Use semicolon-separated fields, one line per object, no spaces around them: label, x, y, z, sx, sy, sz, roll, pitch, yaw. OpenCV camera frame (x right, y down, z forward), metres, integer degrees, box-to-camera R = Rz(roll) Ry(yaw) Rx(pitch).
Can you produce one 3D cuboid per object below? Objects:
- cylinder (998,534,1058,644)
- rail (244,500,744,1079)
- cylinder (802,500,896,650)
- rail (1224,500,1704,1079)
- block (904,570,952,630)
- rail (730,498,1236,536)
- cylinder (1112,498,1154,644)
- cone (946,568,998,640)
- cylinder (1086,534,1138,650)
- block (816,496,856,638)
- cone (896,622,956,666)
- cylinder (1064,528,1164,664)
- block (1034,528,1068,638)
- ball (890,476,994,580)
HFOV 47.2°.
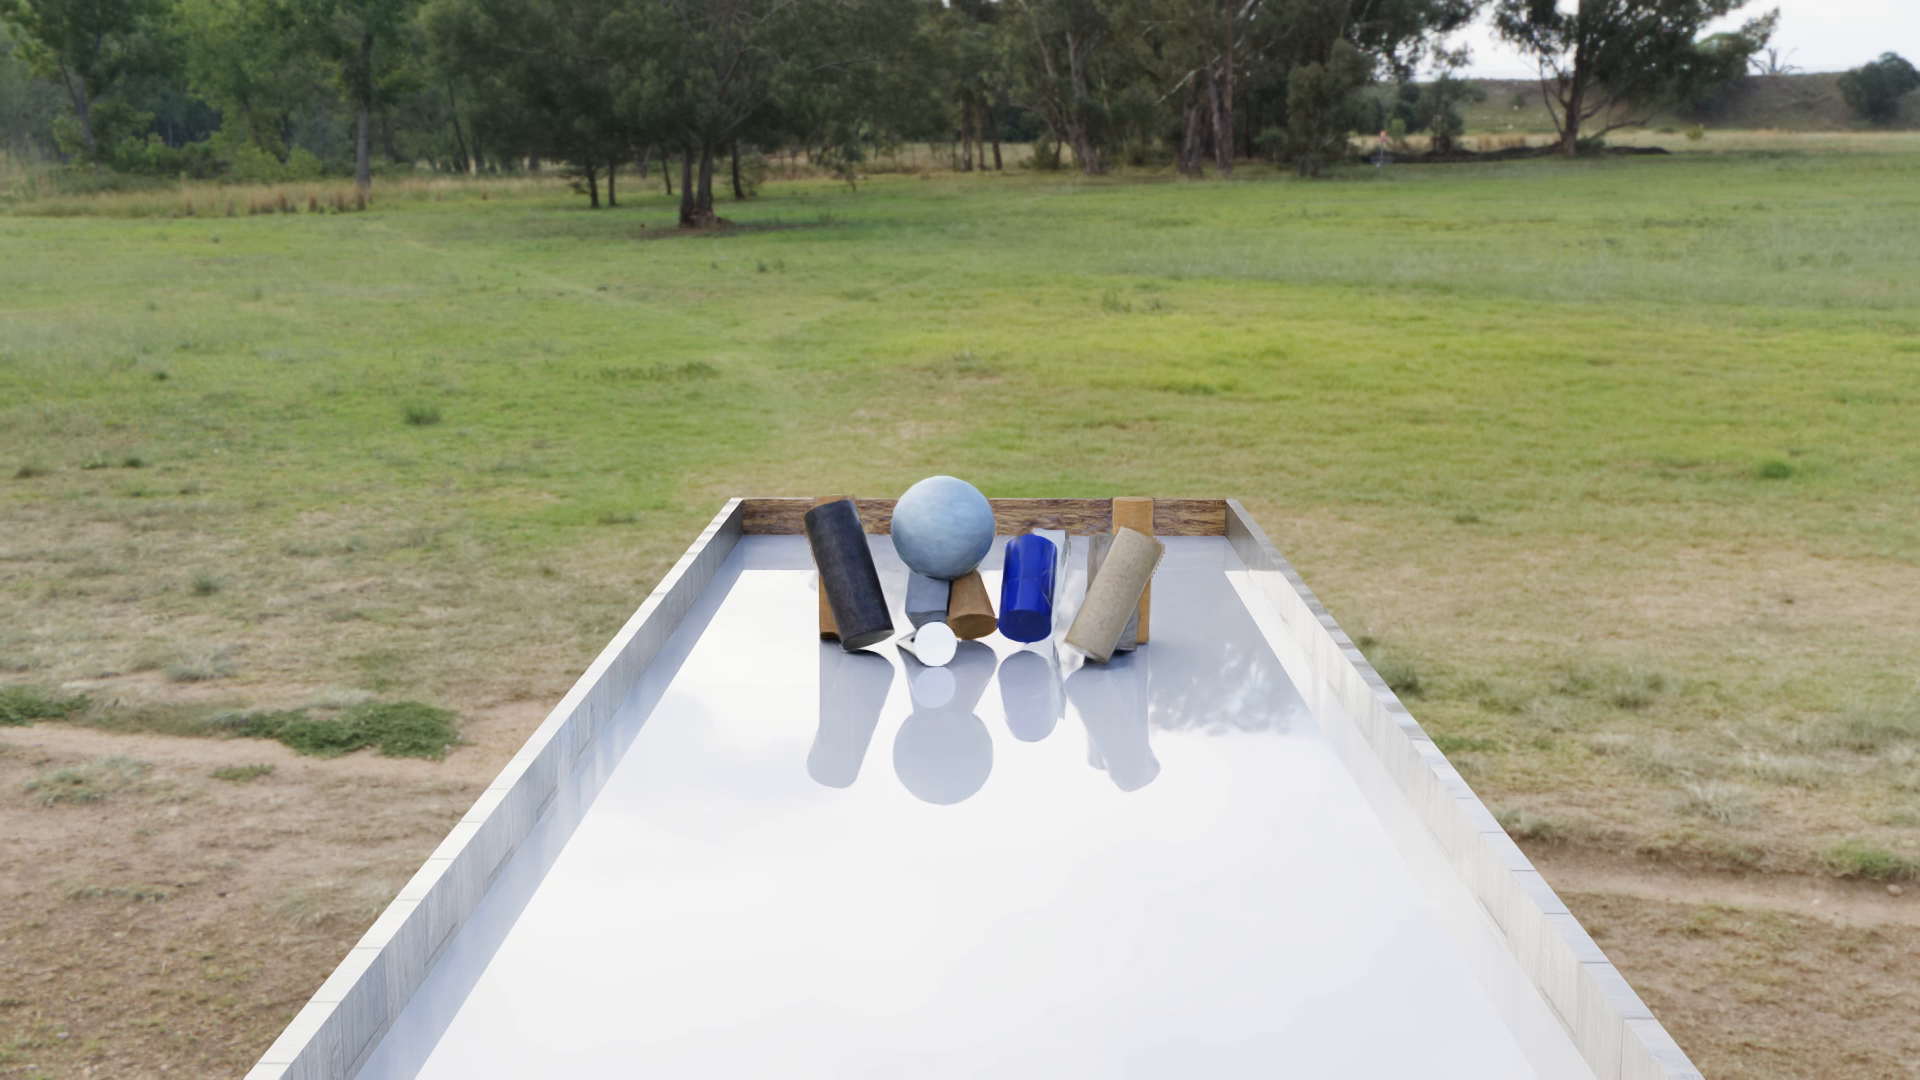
cylinder;0.215;0.153;6.926;0.170;0.170;0.303;1;50;7
rail;-1.004;0.839;3.234;0.050;0.150;12.000;0;9;1
cylinder;-0.347;0.109;6.851;0.172;0.433;0.172;-17;-15;-5
rail;1.046;0.843;3.208;0.050;0.150;12.000;0;9;1
block;-0.067;0.071;7.139;0.142;0.441;0.142;-3;-31;18
rail;0.099;-0.098;9.147;2.100;0.150;0.050;0;9;1
cylinder;0.541;0.095;6.953;0.127;0.449;0.127;1;6;0
cone;0.021;0.105;7.041;0.164;0.401;0.164;-4;-32;-3
cylinder;0.471;0.161;6.803;0.162;0.347;0.162;3;-3;0
block;-0.391;0.086;7.018;0.122;0.439;0.122;-1;-13;-3
cone;-0.142;0.318;6.791;0.134;0.134;0.390;-3;0;-20
cylinder;0.464;0.168;6.643;0.147;0.389;0.147;27;-8;4
block;0.272;0.139;7.118;0.106;0.106;0.371;2;49;12
ball;-0.054;-0.037;6.914;0.327;0.327;0.327;0;9;0
